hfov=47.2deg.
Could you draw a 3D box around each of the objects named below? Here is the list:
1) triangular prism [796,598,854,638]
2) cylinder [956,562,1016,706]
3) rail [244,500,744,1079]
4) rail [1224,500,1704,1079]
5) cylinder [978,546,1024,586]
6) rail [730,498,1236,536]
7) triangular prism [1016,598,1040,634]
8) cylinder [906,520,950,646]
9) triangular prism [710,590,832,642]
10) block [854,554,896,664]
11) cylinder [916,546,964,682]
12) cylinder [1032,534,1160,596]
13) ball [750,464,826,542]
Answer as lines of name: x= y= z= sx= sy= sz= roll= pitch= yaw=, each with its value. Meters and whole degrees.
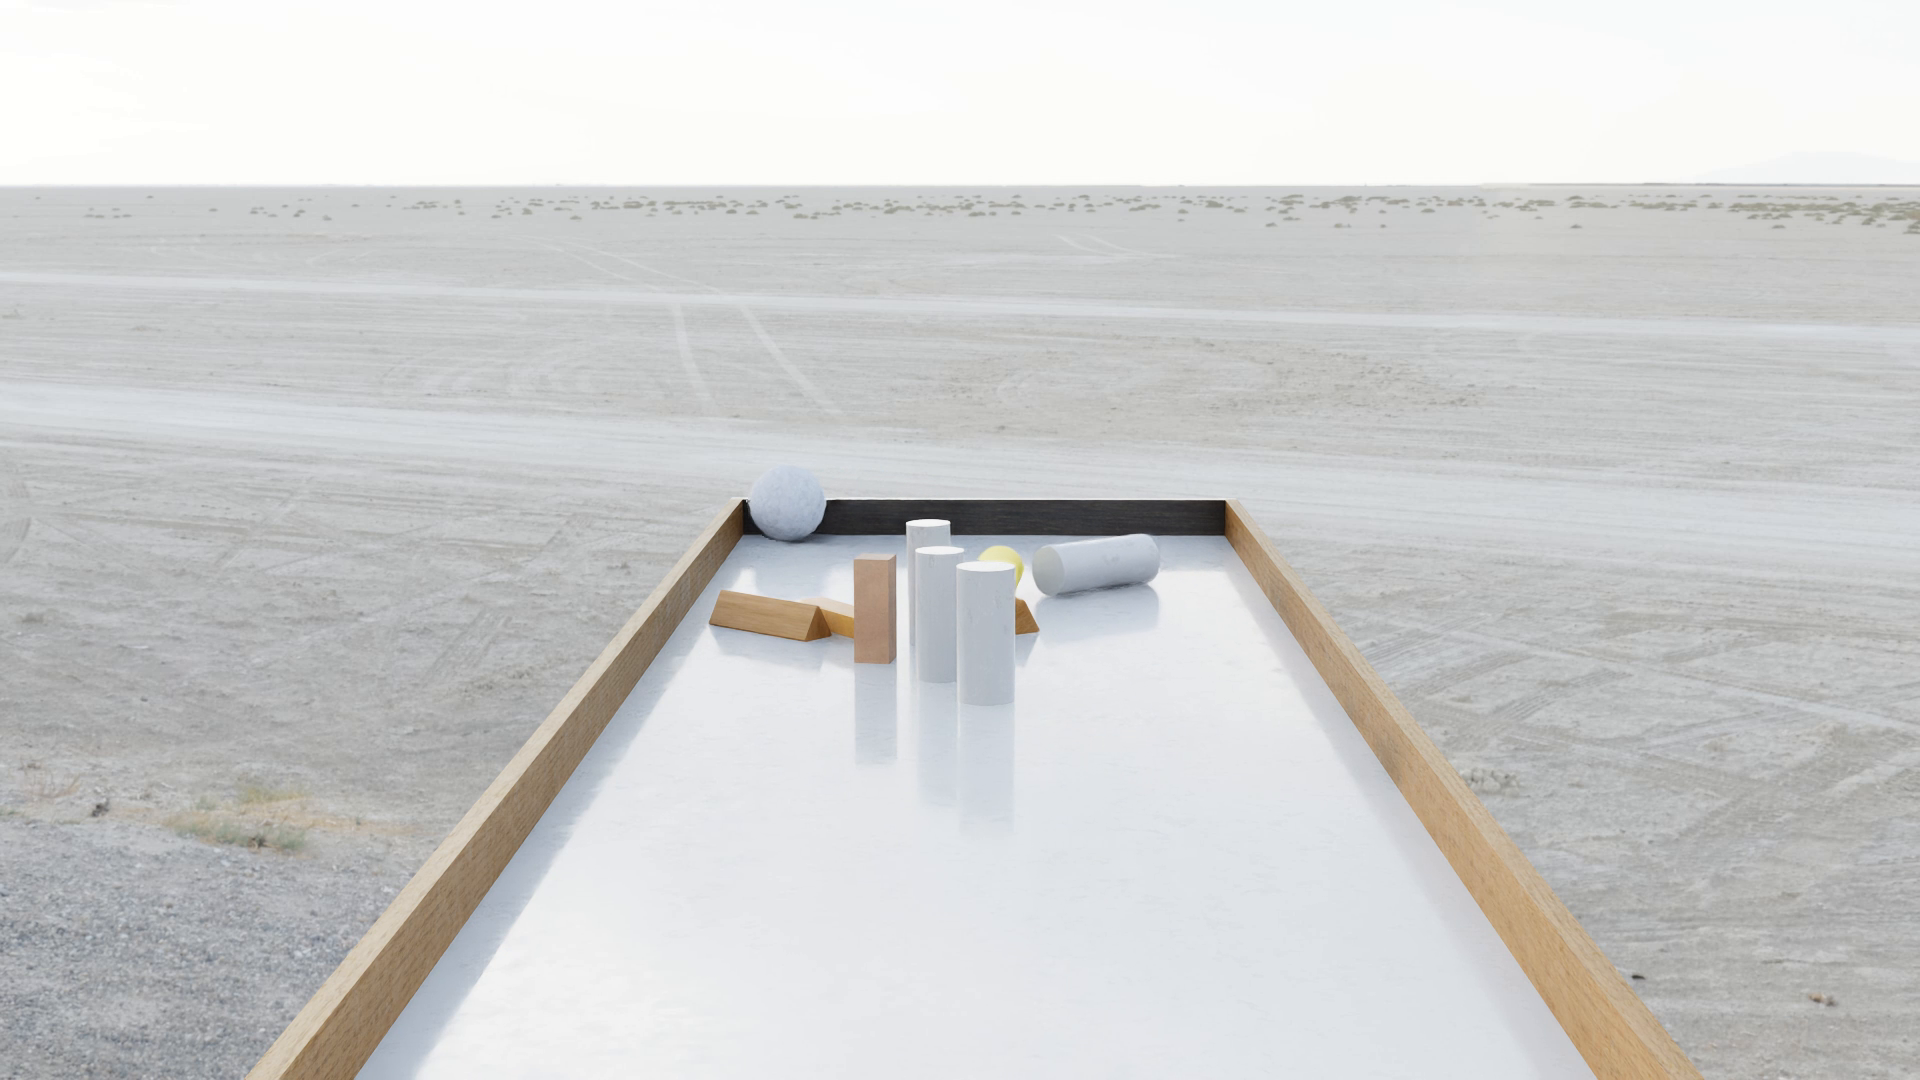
triangular prism: x=-0.396 y=0.240 z=7.074 sx=0.089 sy=0.102 sz=0.369 roll=31 pitch=-11 yaw=-35
cylinder: x=0.073 y=0.260 z=6.156 sx=0.165 sy=0.379 sz=0.165 roll=0 pitch=9 yaw=0
rail: x=-1.004 y=0.839 z=3.234 sx=0.050 sy=0.150 sz=12.000 roll=0 pitch=9 yaw=1
rail: x=1.046 y=0.843 z=3.208 sx=0.050 sy=0.150 sz=12.000 roll=0 pitch=9 yaw=1
cylinder: x=0.124 y=0.131 z=7.660 sx=0.163 sy=0.163 sz=0.383 roll=1 pitch=9 yaw=7
rail: x=0.099 y=-0.098 z=9.147 sx=2.100 sy=0.150 sz=0.050 roll=0 pitch=9 yaw=1
triangular prism: x=0.121 y=0.225 z=7.224 sx=0.126 sy=0.109 sz=0.322 roll=-5 pitch=10 yaw=-31
cylinder: x=-0.096 y=0.136 z=6.920 sx=0.138 sy=0.384 sz=0.138 roll=-1 pitch=9 yaw=0
triangular prism: x=-0.620 y=0.239 z=7.145 sx=0.440 sy=0.107 sz=0.123 roll=7 pitch=12 yaw=39
block: x=-0.257 y=0.208 z=6.680 sx=0.108 sy=0.319 sz=0.108 roll=2 pitch=9 yaw=11
cylinder: x=-0.059 y=0.217 z=6.428 sx=0.142 sy=0.379 sz=0.142 roll=0 pitch=9 yaw=0
cylinder: x=0.490 y=0.090 z=7.875 sx=0.450 sy=0.178 sz=0.178 roll=-7 pitch=11 yaw=-37
ball: x=-0.703 y=-0.151 z=8.966 sx=0.312 sy=0.312 sz=0.312 roll=0 pitch=9 yaw=0
